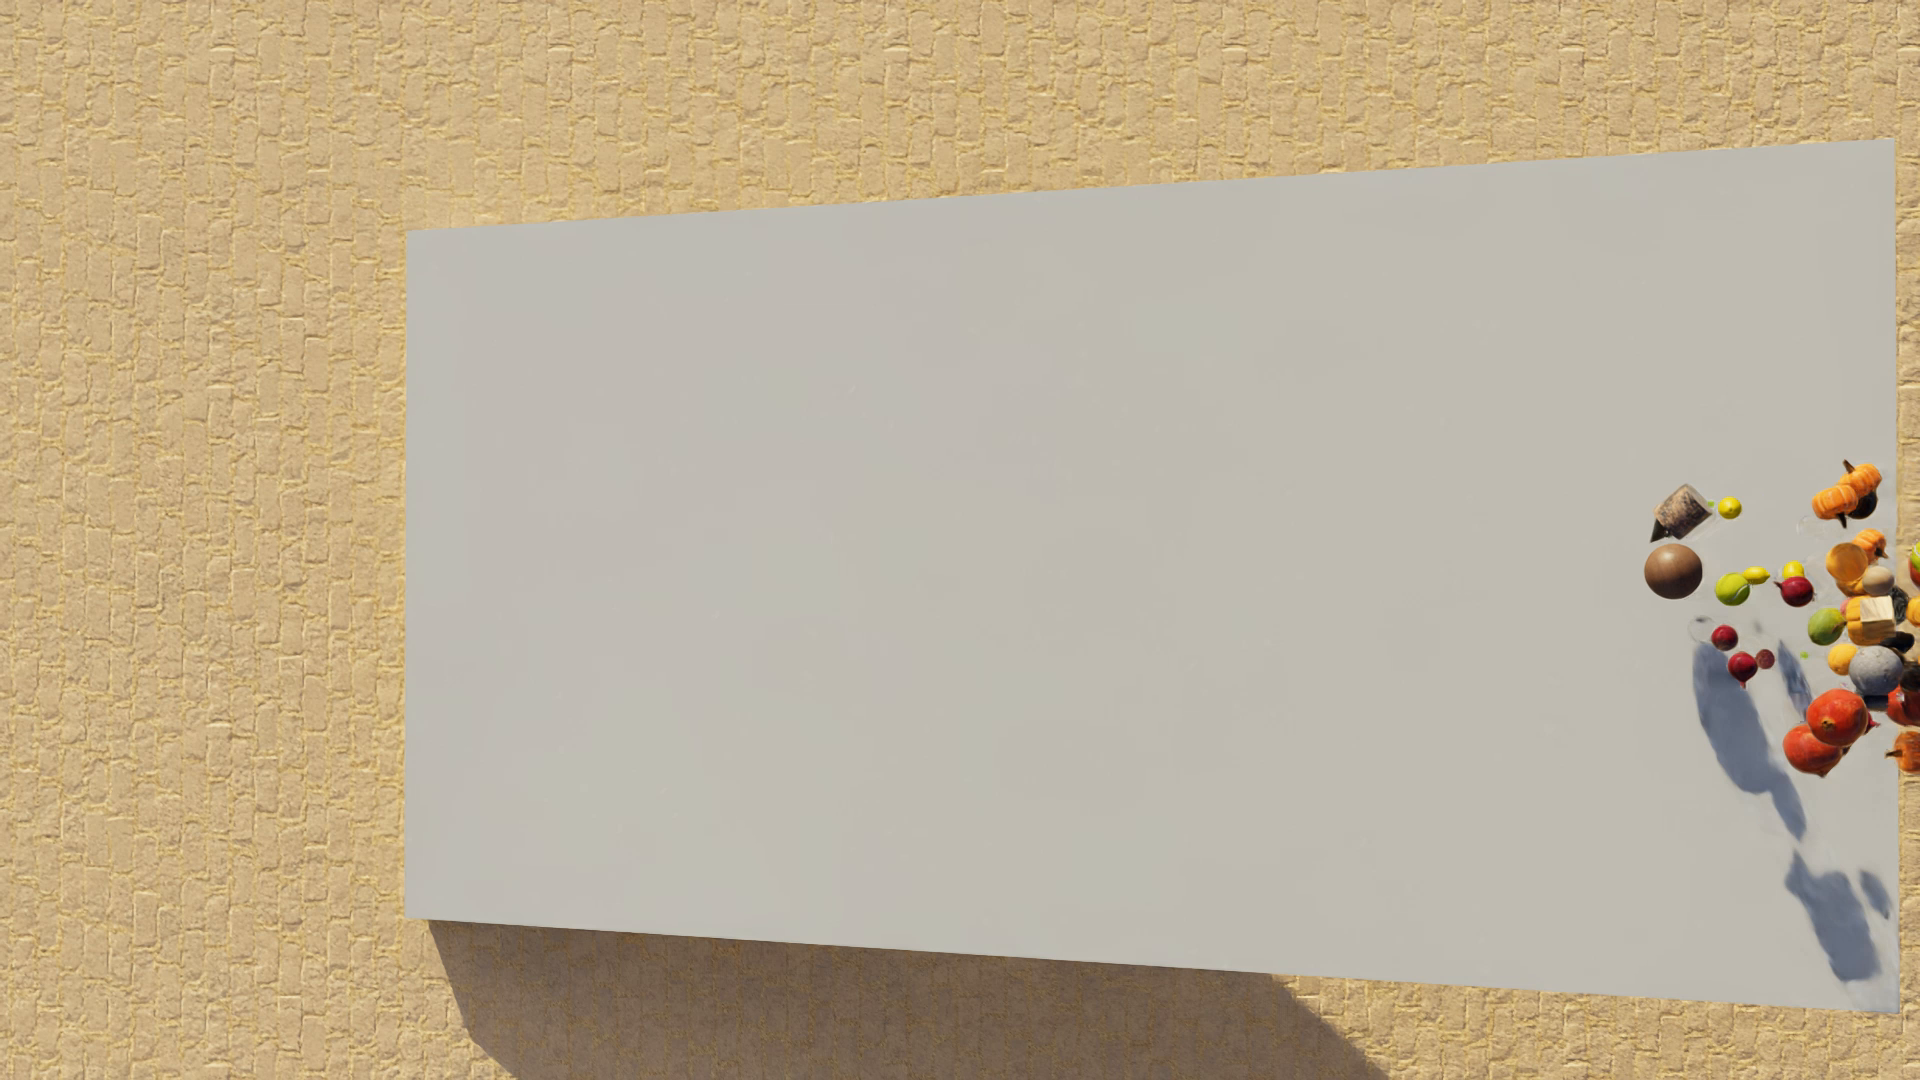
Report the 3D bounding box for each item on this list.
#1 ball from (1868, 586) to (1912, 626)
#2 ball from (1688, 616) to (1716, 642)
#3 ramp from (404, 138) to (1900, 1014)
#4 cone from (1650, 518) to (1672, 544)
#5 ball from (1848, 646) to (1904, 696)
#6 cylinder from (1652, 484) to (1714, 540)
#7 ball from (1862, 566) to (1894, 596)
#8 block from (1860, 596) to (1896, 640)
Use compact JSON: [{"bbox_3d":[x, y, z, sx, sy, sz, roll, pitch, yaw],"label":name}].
[{"bbox_3d":[1.974,0.140,4.677,0.090,0.090,0.090,0,89,0],"label":"ball"},{"bbox_3d":[1.707,0.206,5.053,0.060,0.060,0.060,0,89,0],"label":"ball"},{"bbox_3d":[0.281,0.089,5.759,4.000,0.100,2.000,0,89,20],"label":"ramp"},{"bbox_3d":[1.556,-0.014,4.897,0.061,0.061,0.061,35,118,0],"label":"cone"},{"bbox_3d":[1.588,0.227,3.812,0.087,0.087,0.087,0,89,0],"label":"ball"},{"bbox_3d":[1.587,-0.062,4.829,0.090,0.090,0.090,46,114,1],"label":"cylinder"},{"bbox_3d":[1.695,0.076,4.060,0.056,0.056,0.056,0,89,0],"label":"ball"},{"bbox_3d":[1.614,0.137,3.865,0.051,0.051,0.051,-7,47,27],"label":"block"}]
